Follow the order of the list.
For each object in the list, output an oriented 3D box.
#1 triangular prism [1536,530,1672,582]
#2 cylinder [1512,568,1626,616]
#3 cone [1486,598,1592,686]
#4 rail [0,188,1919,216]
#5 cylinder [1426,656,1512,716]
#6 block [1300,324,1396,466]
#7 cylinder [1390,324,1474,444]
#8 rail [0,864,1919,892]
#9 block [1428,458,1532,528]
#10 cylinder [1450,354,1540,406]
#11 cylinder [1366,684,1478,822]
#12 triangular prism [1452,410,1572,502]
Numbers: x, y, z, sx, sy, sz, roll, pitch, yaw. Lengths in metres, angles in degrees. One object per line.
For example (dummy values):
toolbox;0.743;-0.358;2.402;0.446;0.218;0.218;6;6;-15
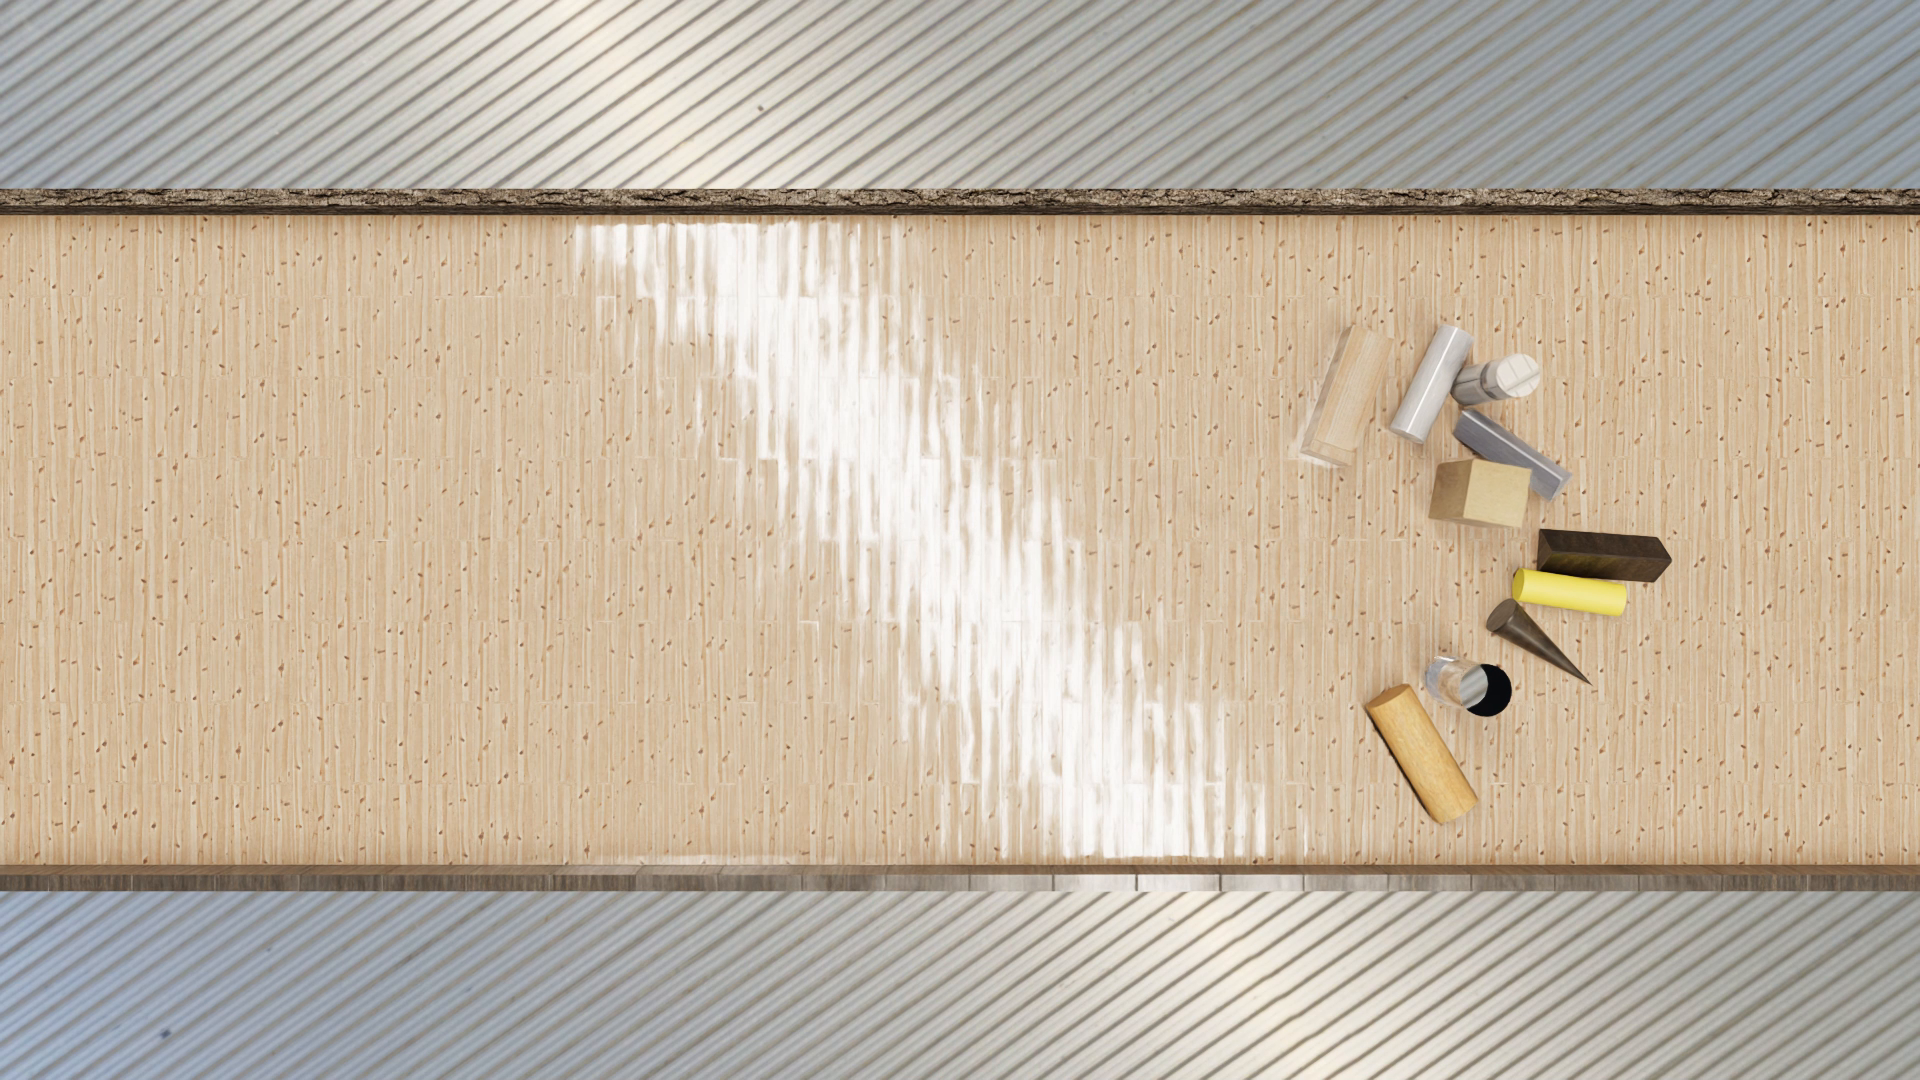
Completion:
triangular prism;1.959;0.049;5.013;0.362;0.120;0.138;4;90;0
cylinder;1.856;0.160;5.027;0.312;0.100;0.100;9;90;0
cone;1.799;0.340;5.046;0.387;0.122;0.122;36;90;-9
rail;-2.247;-1.025;5.002;12.000;0.150;0.050;0;90;0
cylinder;1.509;0.432;4.905;0.152;0.343;0.152;0;90;0
block;1.175;-0.435;5.009;0.136;0.136;0.398;20;90;0
cylinder;1.436;-0.474;5.020;0.114;0.114;0.349;26;90;0
rail;-2.247;1.025;5.001;12.000;0.150;0.050;0;90;0
block;1.542;-0.135;4.909;0.171;0.331;0.171;10;90;-1
cylinder;1.565;-0.467;4.847;0.122;0.455;0.122;0;91;0
cylinder;1.401;0.646;5.002;0.148;0.148;0.402;-31;90;0
triangular prism;1.658;-0.271;4.956;0.358;0.090;0.104;41;90;26
